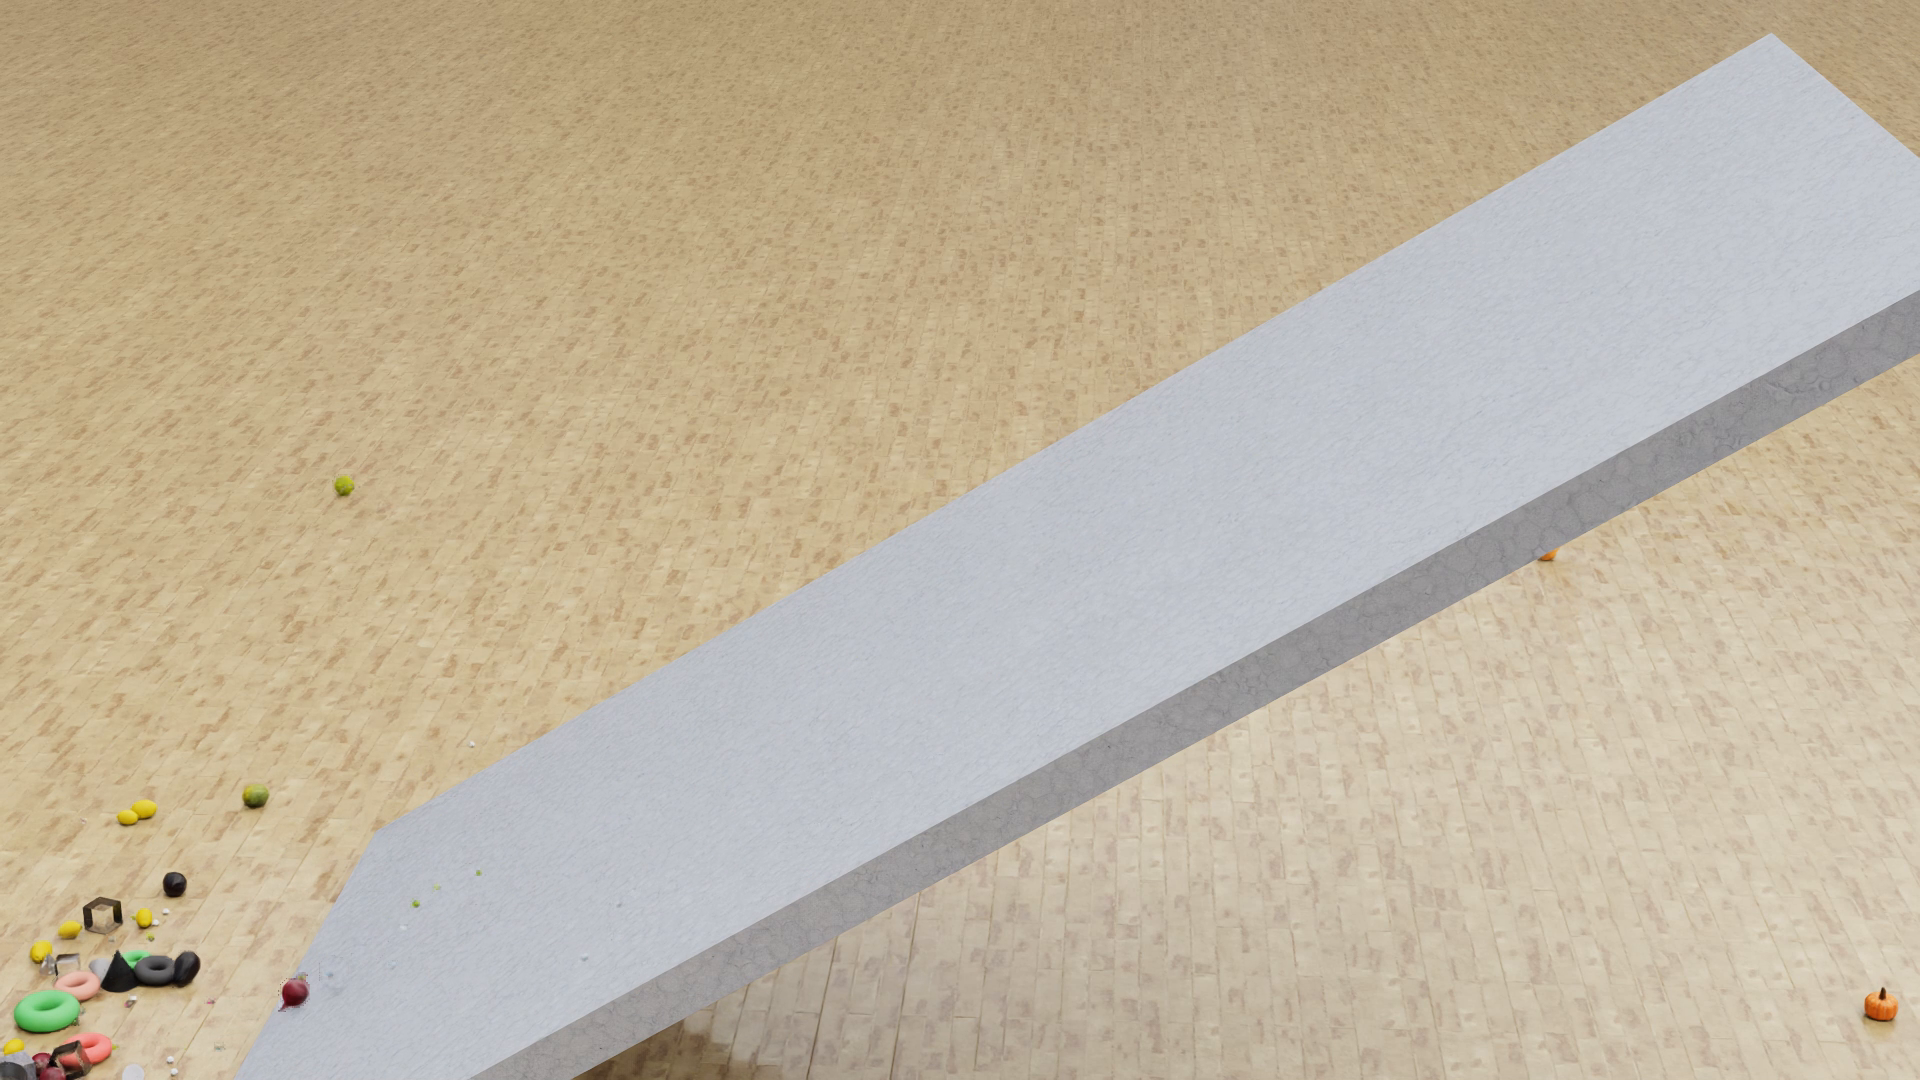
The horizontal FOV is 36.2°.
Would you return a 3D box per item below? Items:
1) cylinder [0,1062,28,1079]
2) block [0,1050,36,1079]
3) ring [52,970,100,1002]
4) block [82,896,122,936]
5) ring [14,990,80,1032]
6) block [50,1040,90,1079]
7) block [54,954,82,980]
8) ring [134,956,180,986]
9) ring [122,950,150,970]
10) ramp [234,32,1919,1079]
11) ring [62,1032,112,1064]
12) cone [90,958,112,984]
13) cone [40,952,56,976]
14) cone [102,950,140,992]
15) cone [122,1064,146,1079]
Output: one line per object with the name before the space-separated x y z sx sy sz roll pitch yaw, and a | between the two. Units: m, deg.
cylinder | -2.107 1.215 6.494 0.091 0.091 0.091 -5 20 -13
block | -2.113 1.195 6.585 0.067 0.067 0.067 -14 24 -34
ring | -2.104 1.064 7.002 0.112 0.037 0.112 -2 23 1
block | -2.134 0.935 7.322 0.065 0.065 0.065 8 21 22
ring | -2.135 1.101 6.877 0.149 0.050 0.149 1 20 -1
block | -2.005 1.176 6.625 0.061 0.061 0.061 -19 20 1
block | -2.145 1.030 7.075 0.052 0.052 0.052 -3 20 -8
ring | -1.931 1.035 7.074 0.108 0.036 0.108 8 21 -3
ring | -2.001 1.023 7.130 0.087 0.029 0.087 -1 21 0
ramp | 0.141 0.169 6.290 4.000 0.100 2.000 -30 15 13
ring | -1.996 1.163 6.721 0.114 0.038 0.114 1 19 0
cone | -2.065 1.045 7.071 0.056 0.056 0.056 -4 46 -11
cone | -2.202 1.017 7.110 0.052 0.052 0.052 0 20 0
cone | -2.013 1.021 7.041 0.092 0.092 0.092 0 20 0
cone | -1.869 1.208 6.614 0.054 0.054 0.054 -19 0 -42
